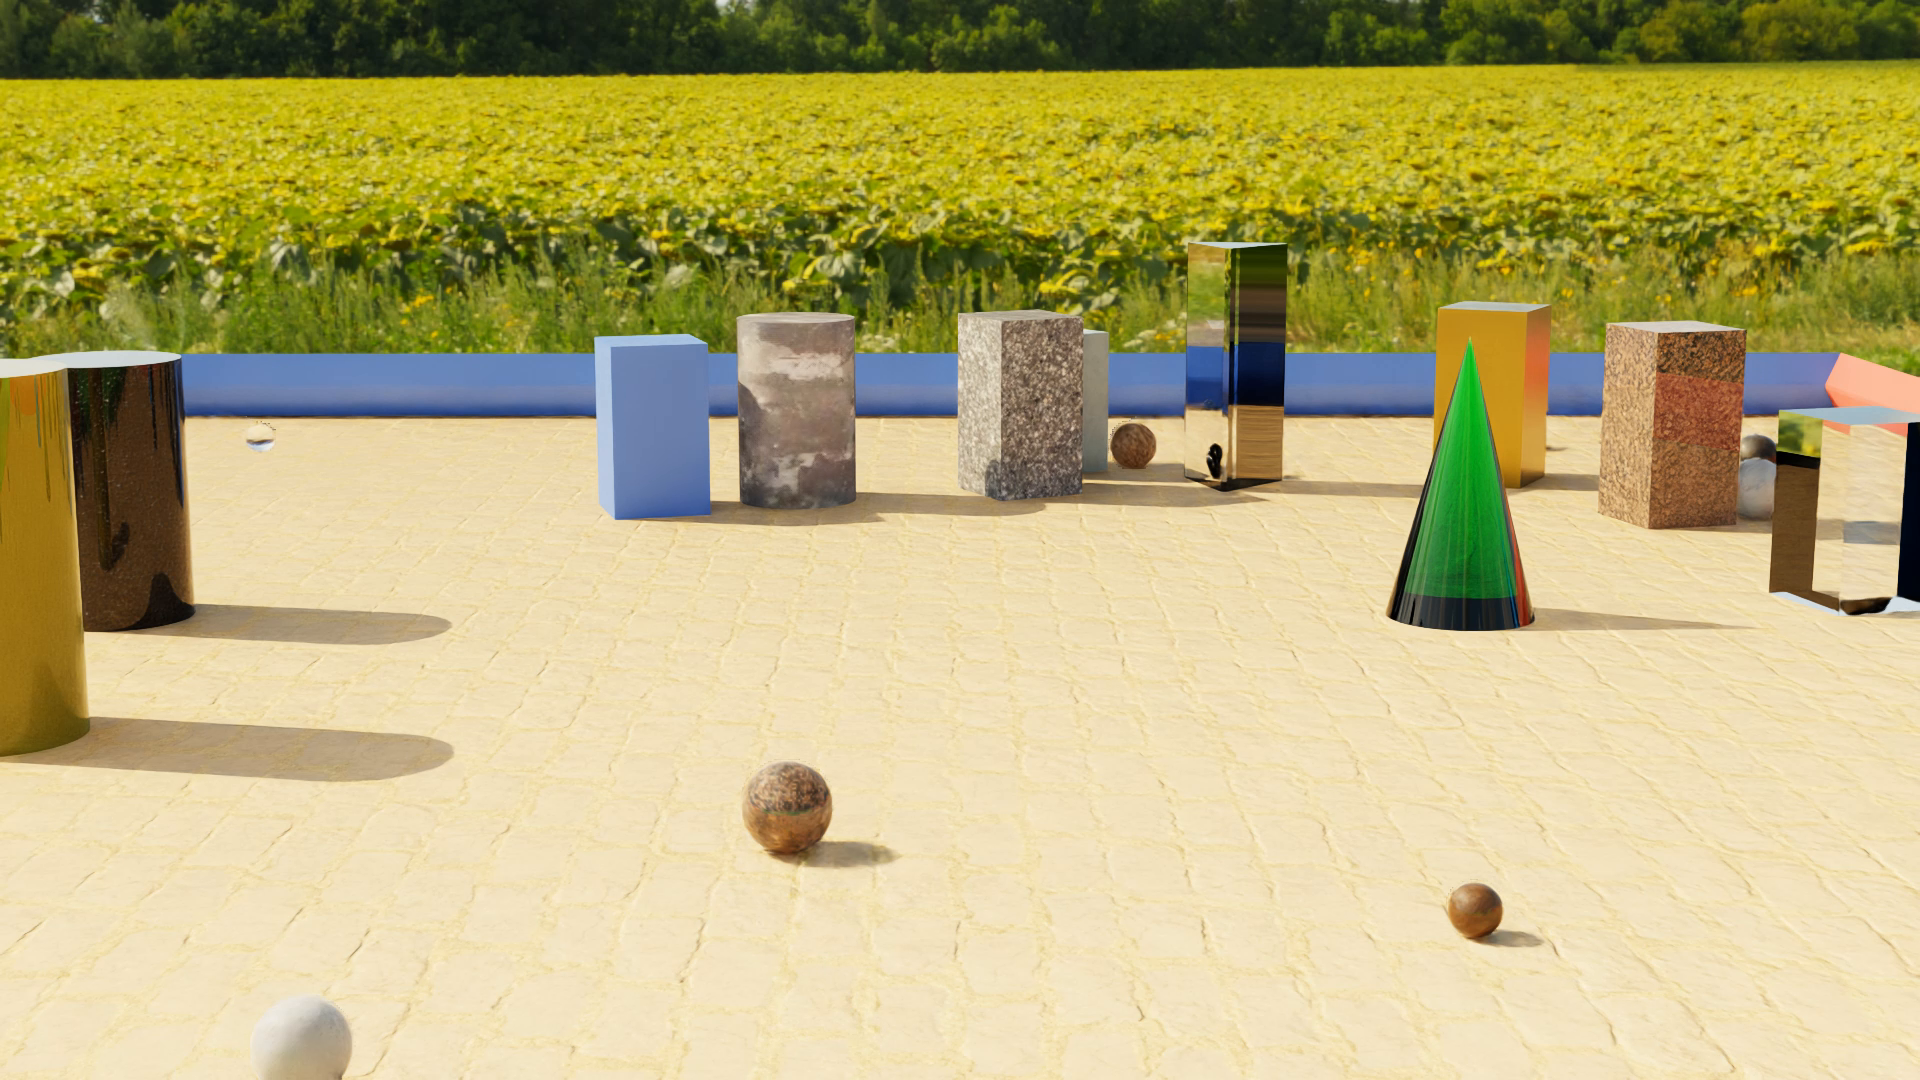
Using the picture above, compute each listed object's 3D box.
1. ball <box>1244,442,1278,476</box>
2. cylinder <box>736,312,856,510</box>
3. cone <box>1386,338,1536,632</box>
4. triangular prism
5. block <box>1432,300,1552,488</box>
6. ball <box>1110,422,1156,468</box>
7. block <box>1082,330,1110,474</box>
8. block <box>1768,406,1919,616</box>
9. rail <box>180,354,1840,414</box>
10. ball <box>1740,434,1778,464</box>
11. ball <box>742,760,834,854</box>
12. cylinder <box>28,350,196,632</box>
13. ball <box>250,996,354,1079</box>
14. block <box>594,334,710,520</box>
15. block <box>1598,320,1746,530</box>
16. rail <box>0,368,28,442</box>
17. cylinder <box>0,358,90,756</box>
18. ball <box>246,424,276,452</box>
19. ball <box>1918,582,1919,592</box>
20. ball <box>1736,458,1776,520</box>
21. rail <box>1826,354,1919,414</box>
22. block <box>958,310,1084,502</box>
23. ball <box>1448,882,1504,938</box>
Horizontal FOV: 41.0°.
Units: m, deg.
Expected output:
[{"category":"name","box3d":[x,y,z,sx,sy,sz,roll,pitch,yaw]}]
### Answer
[{"category":"ball","box3d":[0.539,-0.146,4.599,0.062,0.062,0.062,0,10,0]},{"category":"cylinder","box3d":[-0.276,-0.221,4.331,0.198,0.309,0.198,0,10,0]},{"category":"cone","box3d":[0.670,-0.084,3.406,0.198,0.376,0.198,0,10,0]},{"category":"triangular prism","box3d":[0.459,-0.310,4.511,0.148,0.419,0.171,9,14,41]},{"category":"block","box3d":[0.942,-0.260,4.543,0.158,0.308,0.158,6,12,27]},{"category":"ball","box3d":[0.316,-0.172,4.671,0.084,0.084,0.084,0,10,0]},{"category":"block","box3d":[0.158,-0.254,4.668,0.158,0.252,0.158,-8,13,-36]},{"category":"block","box3d":[1.229,-0.043,3.509,0.158,0.258,0.158,-3,11,-17]},{"category":"rail","box3d":[-0.011,-0.324,5.379,3.735,0.129,0.045,0,10,0]},{"category":"ball","box3d":[1.402,-0.143,4.520,0.087,0.087,0.087,0,10,0]},{"category":"ball","box3d":[-0.161,0.250,2.400,0.086,0.086,0.086,0,10,0]},{"category":"cylinder","box3d":[-1.127,-0.068,3.405,0.198,0.346,0.198,0,10,0]},{"category":"ball","box3d":[-0.470,0.362,1.832,0.072,0.072,0.072,0,10,0]},{"category":"block","box3d":[-0.508,-0.189,4.235,0.158,0.282,0.158,-3,11,-17]},{"category":"block","box3d":[1.148,-0.188,4.143,0.158,0.313,0.158,-3,11,-16]},{"category":"rail","box3d":[-1.844,0.035,3.438,0.045,0.129,3.973,0,10,0]},{"category":"cylinder","box3d":[-1.062,0.016,2.789,0.198,0.405,0.198,0,10,0]},{"category":"ball","box3d":[-1.331,-0.193,4.882,0.054,0.054,0.054,0,10,0]},{"category":"ball","box3d":[1.337,0.065,3.520,0.043,0.043,0.043,0,10,0]},{"category":"ball","box3d":[1.287,-0.083,4.145,0.099,0.099,0.099,0,10,0]},{"category":"rail","box3d":[1.844,0.031,3.459,0.045,0.129,3.973,0,10,0]},{"category":"block","box3d":[0.103,-0.235,4.419,0.158,0.305,0.158,-5,12,-27]},{"category":"ball","box3d":[0.436,0.313,2.168,0.047,0.047,0.047,0,10,0]}]
